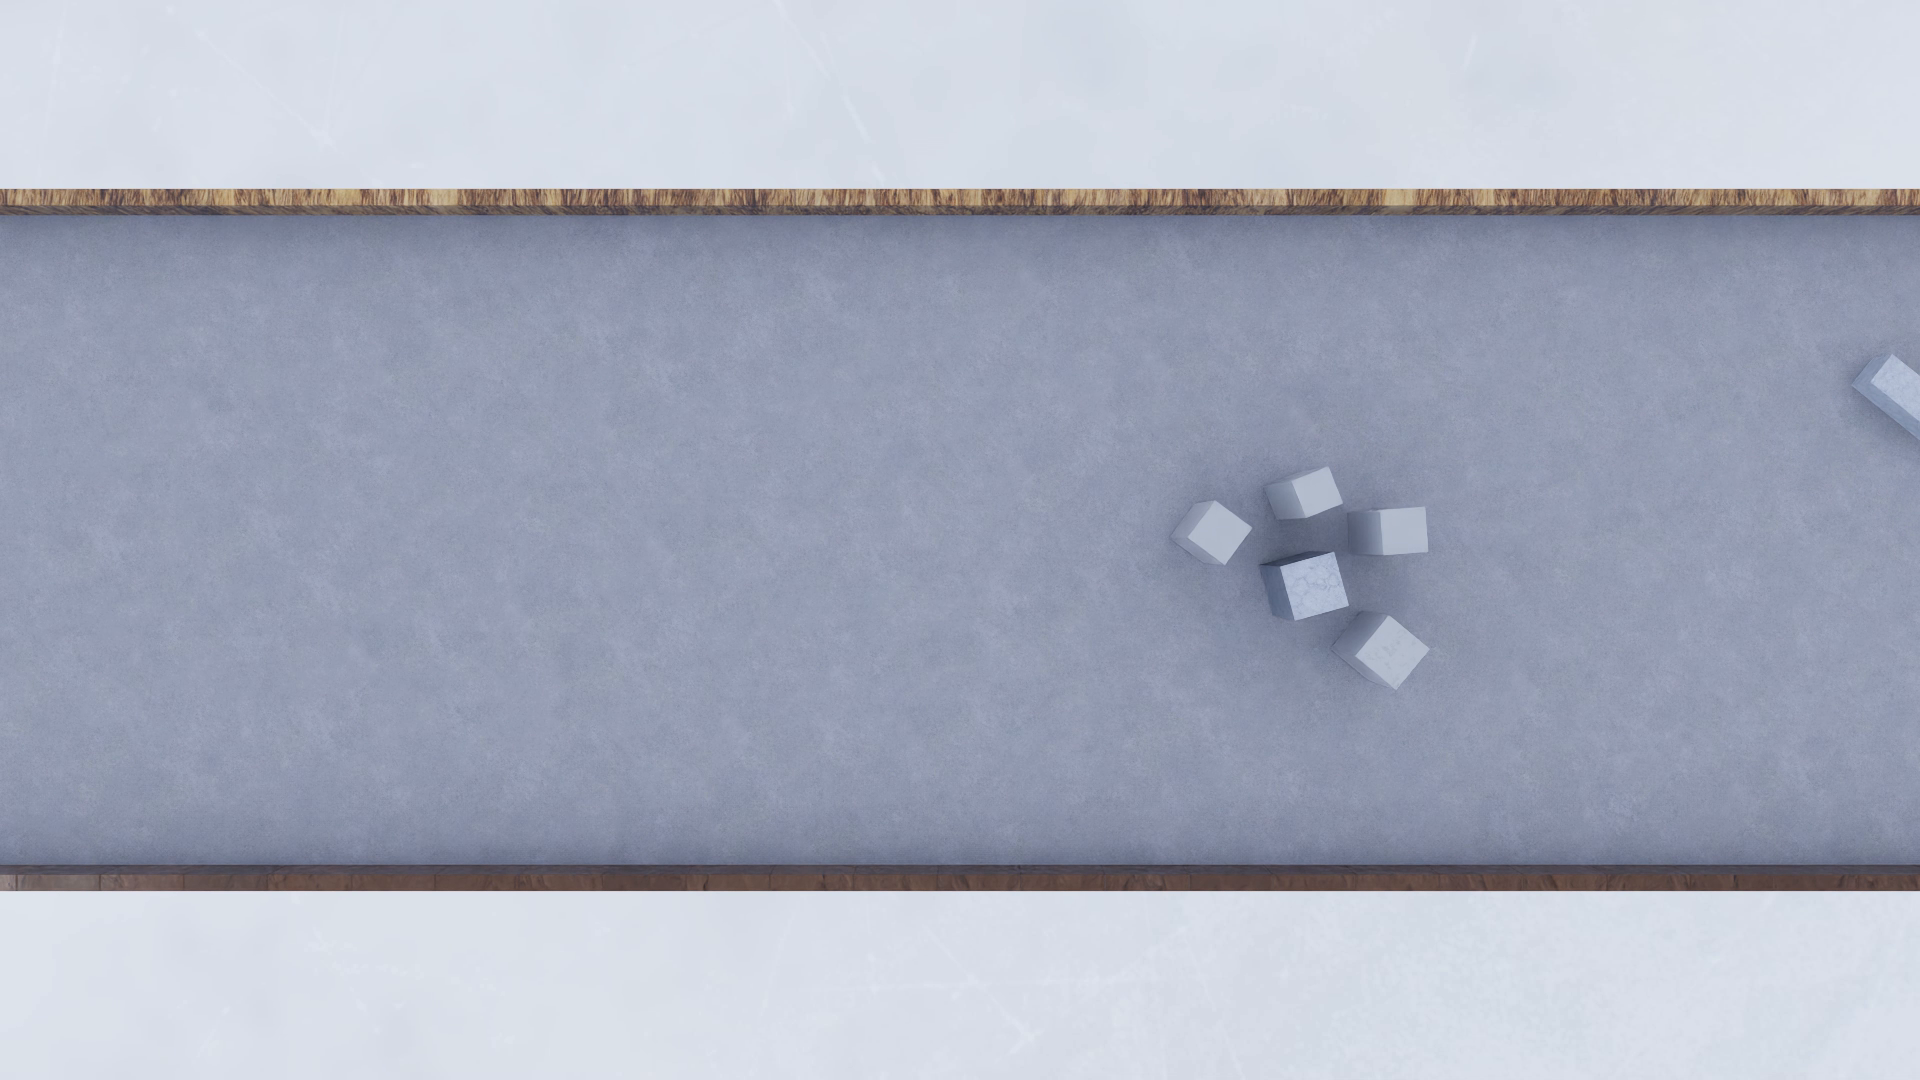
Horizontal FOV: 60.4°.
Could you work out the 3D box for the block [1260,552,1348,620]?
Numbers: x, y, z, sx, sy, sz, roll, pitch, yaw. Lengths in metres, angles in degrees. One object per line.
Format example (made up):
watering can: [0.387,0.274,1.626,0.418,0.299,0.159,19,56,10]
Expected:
block: [1.020,0.133,4.912,0.161,0.329,0.161,-16,90,0]

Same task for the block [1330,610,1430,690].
block: [1.248,0.325,4.917,0.153,0.320,0.153,40,90,0]

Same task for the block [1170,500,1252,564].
block: [0.736,-0.021,4.872,0.131,0.409,0.131,36,90,0]

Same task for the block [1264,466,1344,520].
block: [1.006,-0.135,4.860,0.112,0.433,0.112,-22,90,0]

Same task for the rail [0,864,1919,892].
rail: [-2.247,1.025,5.001,12.000,0.150,0.050,0,90,0]

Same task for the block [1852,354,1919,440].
block: [2.911,-0.410,5.023,0.347,0.107,0.107,39,90,0]

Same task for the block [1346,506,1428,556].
block: [1.260,-0.026,4.877,0.128,0.399,0.128,-4,90,0]

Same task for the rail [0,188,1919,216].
rail: [-2.247,-1.025,5.002,12.000,0.150,0.050,0,90,0]
